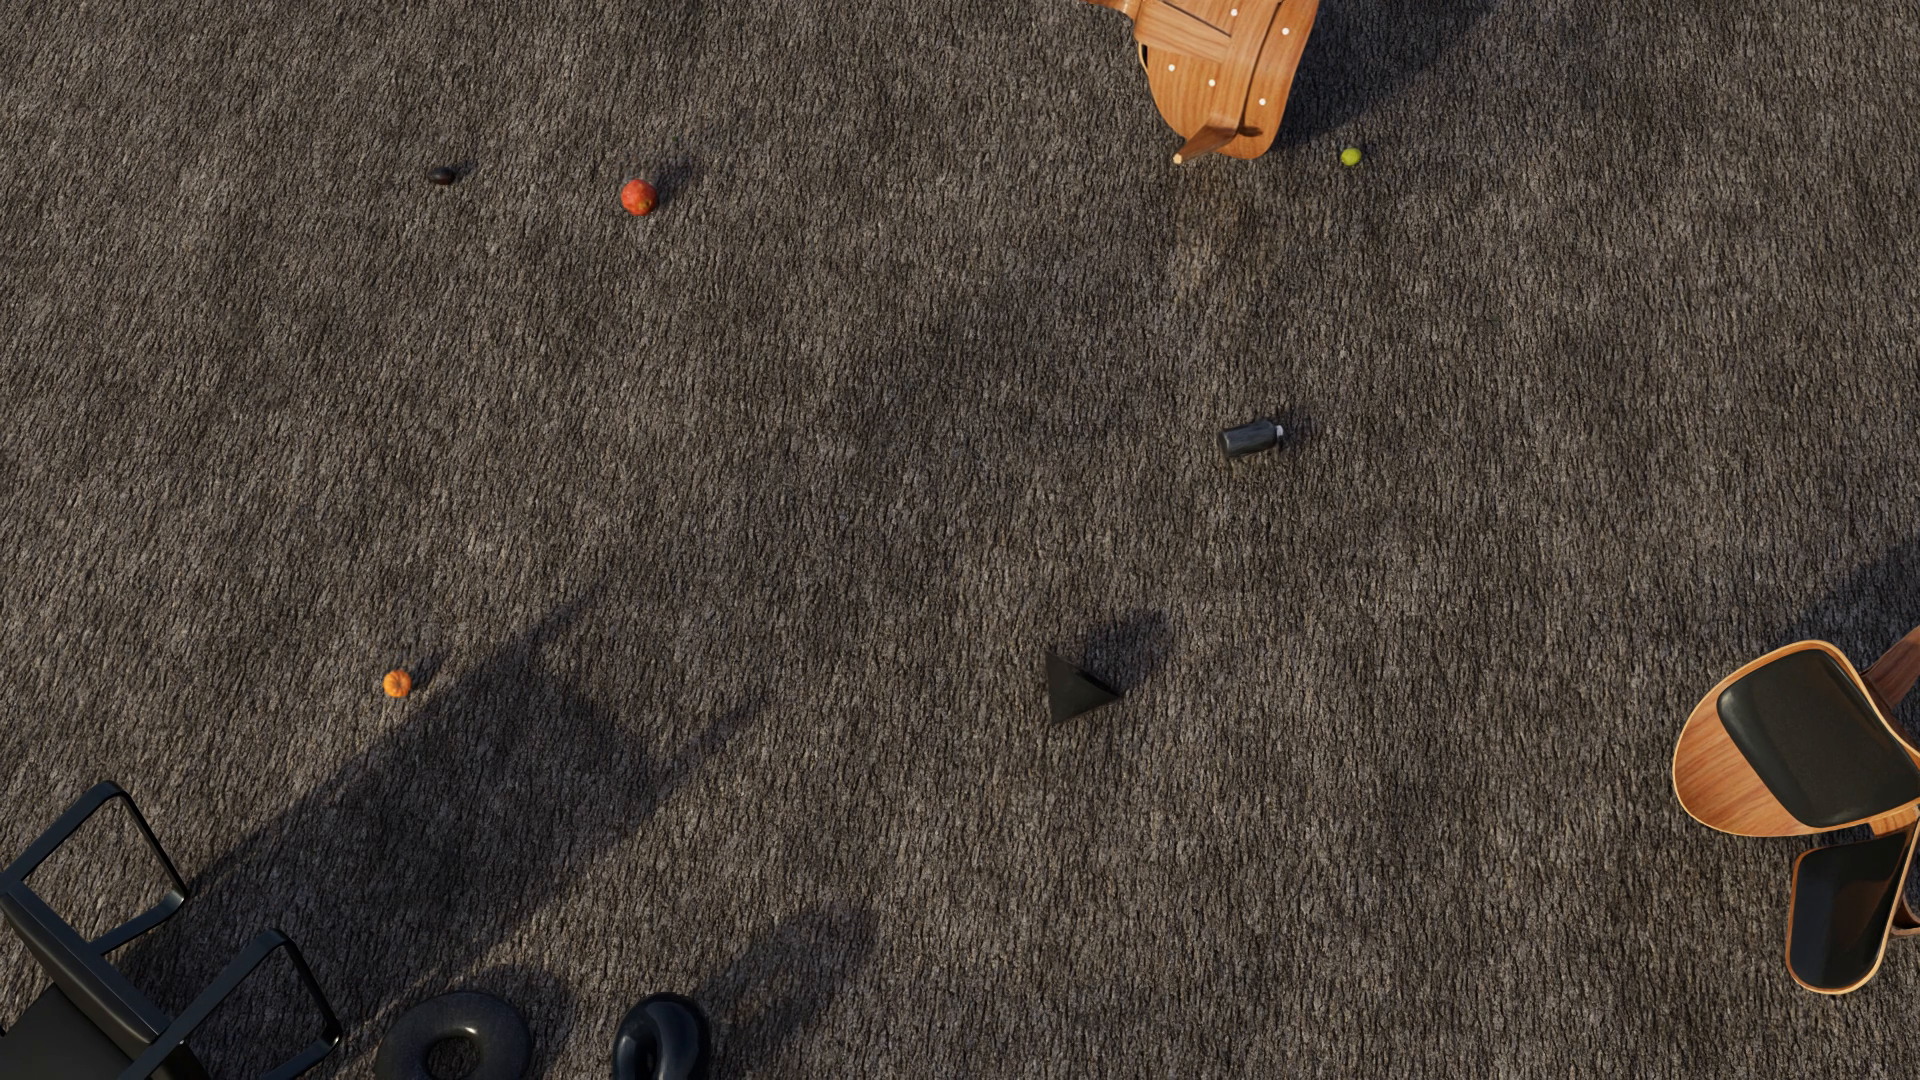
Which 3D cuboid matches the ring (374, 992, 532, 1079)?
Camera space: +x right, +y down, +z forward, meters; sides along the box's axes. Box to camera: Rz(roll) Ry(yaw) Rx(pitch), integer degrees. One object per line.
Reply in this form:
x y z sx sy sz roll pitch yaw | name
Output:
-1.297 1.328 5.634 0.402 0.082 0.358 -12 58 -9 | ring

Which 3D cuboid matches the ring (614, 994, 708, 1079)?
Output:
-0.754 1.299 5.541 0.282 0.146 0.316 28 102 47 | ring

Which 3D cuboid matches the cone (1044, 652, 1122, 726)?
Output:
0.304 0.453 6.213 0.262 0.197 0.172 29 96 -19 | cone
